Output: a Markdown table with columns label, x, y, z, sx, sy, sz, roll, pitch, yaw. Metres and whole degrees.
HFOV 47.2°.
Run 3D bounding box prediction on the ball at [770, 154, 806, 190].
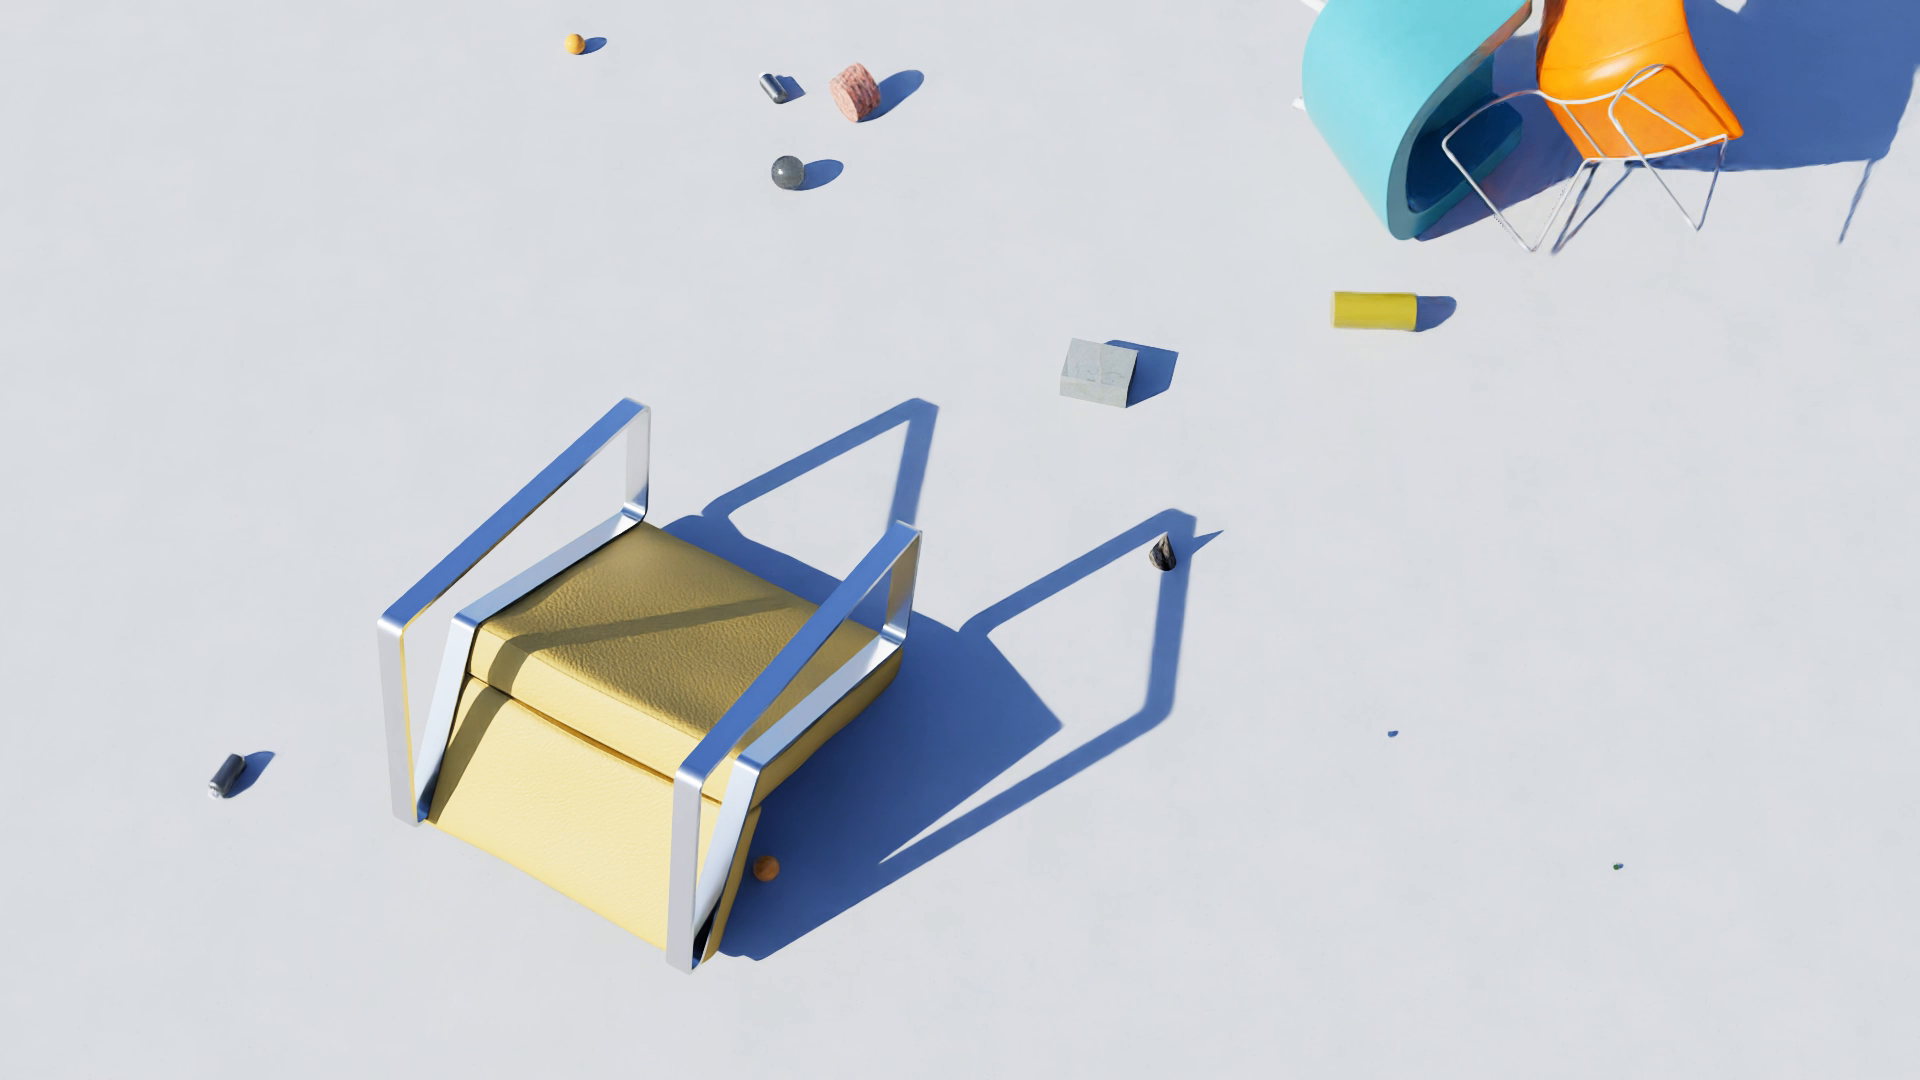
| label | x | y | z | sx | sy | sz | roll | pitch | yaw |
| --- | --- | --- | --- | --- | --- | --- | --- | --- | --- |
| ball | -0.573 | -1.224 | 7.325 | 0.116 | 0.116 | 0.116 | 0 | 56 | 0 |

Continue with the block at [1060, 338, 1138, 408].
| label | x | y | z | sx | sy | sz | roll | pitch | yaw |
| --- | --- | --- | --- | --- | --- | --- | --- | --- | --- |
| block | 0.433 | -0.521 | 6.863 | 0.211 | 0.100 | 0.155 | 12 | 57 | 8 |

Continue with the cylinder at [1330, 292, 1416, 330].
| label | x | y | z | sx | sy | sz | roll | pitch | yaw |
| --- | --- | --- | --- | --- | --- | --- | --- | --- | --- |
| cylinder | 1.313 | -0.726 | 6.993 | 0.256 | 0.113 | 0.116 | 2 | 87 | 1 |

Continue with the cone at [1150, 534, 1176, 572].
| label | x | y | z | sx | sy | sz | roll | pitch | yaw |
| --- | --- | --- | --- | --- | --- | --- | --- | --- | --- |
| cone | 0.602 | 0.016 | 6.478 | 0.074 | 0.142 | 0.092 | -28 | 61 | -18 |

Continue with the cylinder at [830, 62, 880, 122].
| label | x | y | z | sx | sy | sz | roll | pitch | yaw |
| --- | --- | --- | --- | --- | --- | --- | --- | --- | --- |
| cylinder | -0.358 | -1.531 | 7.513 | 0.117 | 0.167 | 0.104 | -43 | 28 | -24 |
